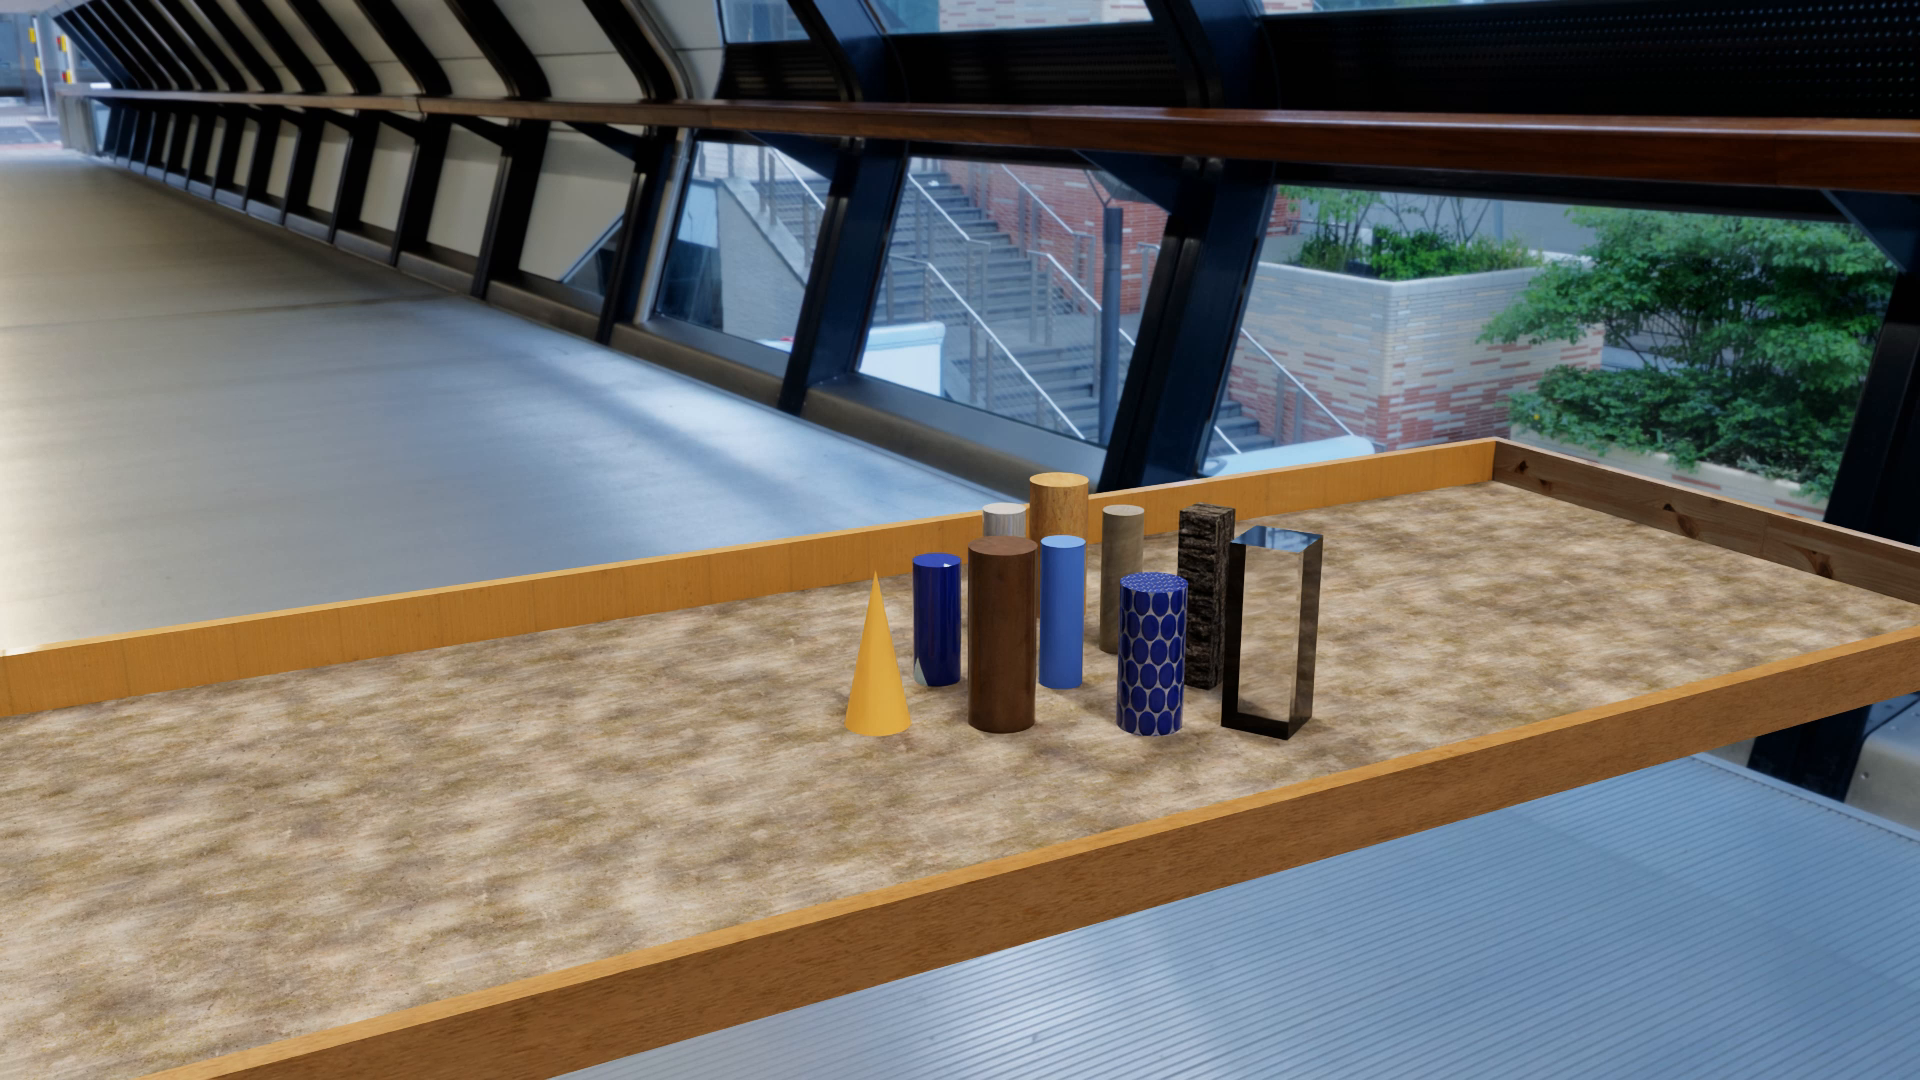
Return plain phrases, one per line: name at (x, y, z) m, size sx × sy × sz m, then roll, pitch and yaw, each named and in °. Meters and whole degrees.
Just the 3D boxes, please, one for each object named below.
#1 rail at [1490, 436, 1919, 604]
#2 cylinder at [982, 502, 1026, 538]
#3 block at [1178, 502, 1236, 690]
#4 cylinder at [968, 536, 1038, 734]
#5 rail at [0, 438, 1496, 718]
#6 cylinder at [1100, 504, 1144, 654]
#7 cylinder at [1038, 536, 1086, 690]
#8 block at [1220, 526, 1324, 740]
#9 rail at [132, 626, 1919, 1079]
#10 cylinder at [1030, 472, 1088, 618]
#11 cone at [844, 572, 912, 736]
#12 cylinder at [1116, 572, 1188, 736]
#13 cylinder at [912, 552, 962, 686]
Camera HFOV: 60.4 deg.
rail at (2.466, -0.048, 5.253) m, size 0.050 × 0.150 × 2.100 m, roll -9°, pitch 18°, yaw -27°
cylinder at (0.116, 0.096, 4.364) m, size 0.114 × 0.374 × 0.114 m, roll 0°, pitch 16°, yaw 0°
block at (0.605, 0.139, 4.089) m, size 0.100 × 0.446 × 0.100 m, roll 12°, pitch 20°, yaw 35°
cylinder at (0.098, 0.219, 3.842) m, size 0.160 × 0.432 × 0.160 m, roll 0°, pitch 16°, yaw 0°
rail at (-3.305, 0.497, 3.399) m, size 12.000 × 0.150 × 0.050 m, roll -9°, pitch 18°, yaw -27°
cylinder at (0.424, 0.104, 4.327) m, size 0.109 × 0.379 × 0.109 m, roll 0°, pitch 16°, yaw 0°
cylinder at (0.253, 0.179, 4.094) m, size 0.109 × 0.367 × 0.109 m, roll 0°, pitch 16°, yaw 0°
block at (0.724, 0.213, 3.831) m, size 0.164 × 0.451 × 0.164 m, roll 10°, pitch 19°, yaw 30°
rail at (-2.336, 1.006, 1.665) m, size 12.000 × 0.150 × 0.050 m, roll -9°, pitch 18°, yaw -27°
cylinder at (0.274, 0.017, 4.613) m, size 0.163 × 0.385 × 0.163 m, roll 0°, pitch 16°, yaw 0°
cone at (-0.194, 0.249, 3.835) m, size 0.158 × 0.379 × 0.158 m, roll 0°, pitch 16°, yaw 0°
cylinder at (0.446, 0.264, 3.837) m, size 0.156 × 0.349 × 0.156 m, roll 0°, pitch 16°, yaw 0°
cylinder at (-0.057, 0.199, 4.125) m, size 0.121 × 0.312 × 0.121 m, roll 0°, pitch 16°, yaw 0°
